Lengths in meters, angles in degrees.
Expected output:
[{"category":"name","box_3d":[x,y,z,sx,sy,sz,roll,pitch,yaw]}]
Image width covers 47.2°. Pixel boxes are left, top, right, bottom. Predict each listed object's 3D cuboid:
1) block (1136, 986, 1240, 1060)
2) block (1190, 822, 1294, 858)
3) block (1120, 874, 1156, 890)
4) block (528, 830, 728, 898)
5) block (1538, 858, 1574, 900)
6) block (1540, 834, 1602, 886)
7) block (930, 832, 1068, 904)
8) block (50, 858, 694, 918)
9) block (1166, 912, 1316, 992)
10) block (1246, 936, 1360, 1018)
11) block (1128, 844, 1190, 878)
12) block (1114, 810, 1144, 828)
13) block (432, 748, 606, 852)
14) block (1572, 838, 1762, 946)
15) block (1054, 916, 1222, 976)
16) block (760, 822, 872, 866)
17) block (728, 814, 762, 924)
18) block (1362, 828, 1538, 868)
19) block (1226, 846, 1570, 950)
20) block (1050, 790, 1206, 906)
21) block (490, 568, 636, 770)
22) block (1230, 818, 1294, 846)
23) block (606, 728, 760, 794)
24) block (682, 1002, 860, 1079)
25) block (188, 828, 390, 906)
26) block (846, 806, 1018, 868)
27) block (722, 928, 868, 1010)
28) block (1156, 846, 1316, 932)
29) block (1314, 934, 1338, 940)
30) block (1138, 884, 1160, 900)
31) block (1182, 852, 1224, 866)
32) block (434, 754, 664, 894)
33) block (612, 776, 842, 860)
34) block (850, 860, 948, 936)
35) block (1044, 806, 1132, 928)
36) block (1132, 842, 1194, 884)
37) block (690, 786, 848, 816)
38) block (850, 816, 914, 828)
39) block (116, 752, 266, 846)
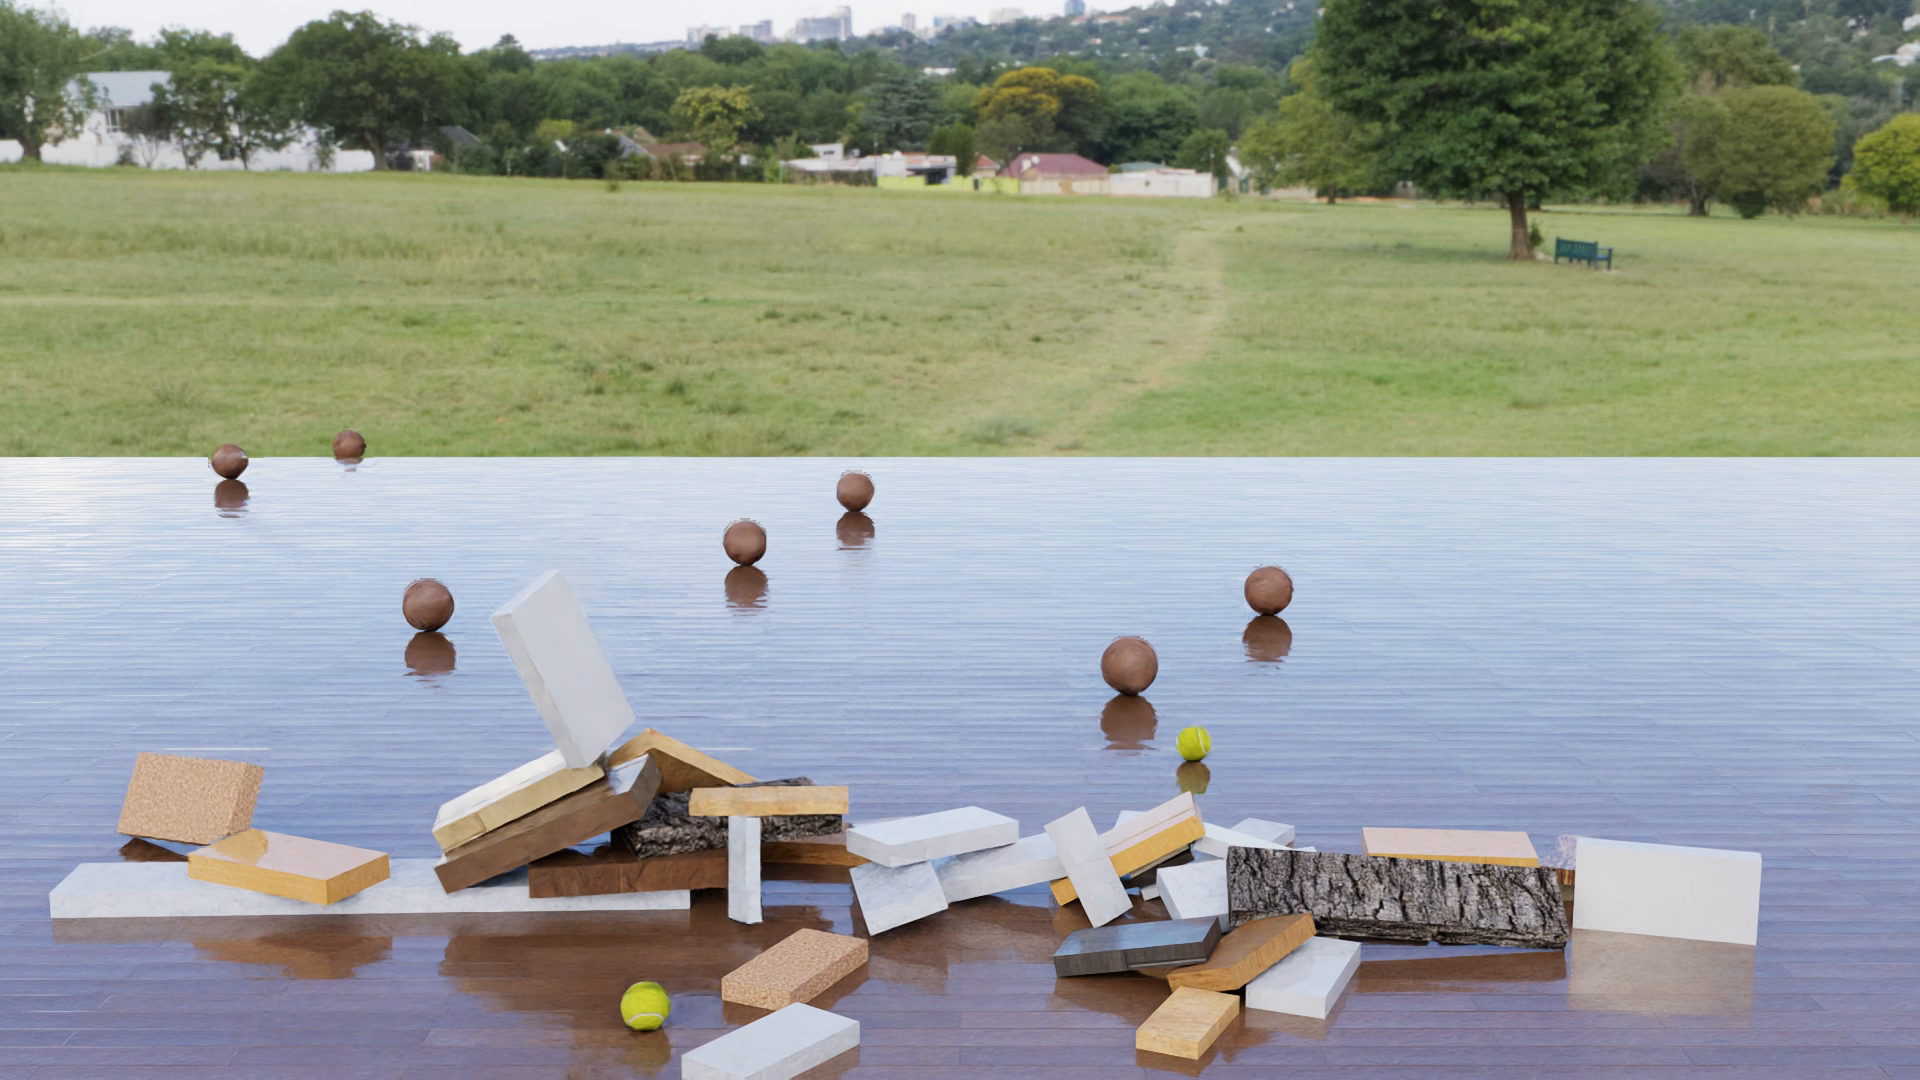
[{"category":"block","box_3d":[0.323,0.681,3.109,0.090,0.026,0.181,5,12,25]},{"category":"block","box_3d":[0.474,0.515,3.662,0.187,0.027,0.094,17,8,-5]},{"category":"block","box_3d":[0.279,0.567,3.678,0.107,0.015,0.054,-12,11,9]},{"category":"block","box_3d":[-0.532,0.529,3.633,0.352,0.050,0.176,-2,11,-10]},{"category":"block","box_3d":[0.825,0.571,3.683,0.752,0.033,0.117,0,11,-2]},{"category":"block","box_3d":[1.039,0.538,3.693,0.094,0.027,0.187,5,12,25]},{"category":"block","box_3d":[0.072,0.542,3.652,0.267,0.038,0.134,-13,10,5]},{"category":"block","box_3d":[-0.959,0.573,3.645,1.029,0.042,0.148,0,11,-2]},{"category":"block","box_3d":[0.423,0.618,3.285,0.117,0.033,0.233,-17,1,40]},{"category":"block","box_3d":[0.513,0.646,3.275,0.117,0.033,0.233,4,11,22]},{"category":"block","box_3d":[0.324,0.520,3.636,0.107,0.015,0.054,-28,9,2]},{"category":"block","box_3d":[0.316,0.519,4.005,0.058,0.016,0.116,2,11,11]},{"category":"block","box_3d":[-0.732,0.419,3.668,0.290,0.041,0.145,-26,13,-3]},{"category":"block","box_3d":[1.116,0.555,3.480,0.276,0.138,0.039,3,11,16]},{"category":"block","box_3d":[0.269,0.613,3.320,0.232,0.033,0.116,-10,7,20]},{"category":"block","box_3d":[-0.157,0.535,3.865,0.402,0.037,0.130,2,11,8]},{"category":"block","box_3d":[-0.345,0.526,3.521,0.023,0.165,0.082,0,-3,-27]},{"category":"block","box_3d":[0.823,0.529,3.710,0.276,0.039,0.138,1,11,6]},{"category":"block","box_3d":[0.683,0.563,3.460,0.520,0.039,0.138,4,37,1]},{"category":"block","box_3d":[0.276,0.511,3.656,0.267,0.038,0.134,-27,8,7]},{"category":"block","box_3d":[-0.642,0.210,3.577,0.041,0.290,0.145,-10,23,33]},{"category":"block","box_3d":[0.514,0.535,3.896,0.090,0.026,0.181,7,12,32]},{"category":"block","box_3d":[-0.493,0.427,3.835,0.145,0.041,0.290,-35,-40,20]},{"category":"block","box_3d":[-0.257,0.696,3.006,0.116,0.033,0.232,8,13,37]},{"category":"block","box_3d":[-1.104,0.536,3.617,0.296,0.042,0.148,5,12,26]},{"category":"block","box_3d":[-0.045,0.494,3.672,0.259,0.037,0.130,-6,9,-35]},{"category":"block","box_3d":[-0.245,0.643,3.295,0.116,0.033,0.232,5,12,26]},{"category":"block","box_3d":[0.463,0.564,3.526,0.267,0.038,0.134,-6,29,-11]},{"category":"block","box_3d":[0.545,0.617,3.477,0.058,0.016,0.116,-4,11,-19]},{"category":"block","box_3d":[0.353,0.567,3.659,0.111,0.016,0.055,-18,11,-1]},{"category":"block","box_3d":[0.387,0.539,3.652,0.111,0.016,0.055,-13,11,-2]},{"category":"block","box_3d":[-0.671,0.463,3.601,0.352,0.050,0.176,-22,12,8]},{"category":"block","box_3d":[-0.395,0.465,3.701,0.352,0.050,0.176,-4,11,-23]},{"category":"block","box_3d":[-0.102,0.564,3.566,0.130,0.037,0.259,-19,9,-5]},{"category":"block","box_3d":[0.208,0.527,3.549,0.026,0.181,0.090,-31,-8,33]},{"category":"block","box_3d":[0.336,0.534,3.641,0.107,0.015,0.054,-23,10,9]},{"category":"block","box_3d":[-0.317,0.435,3.665,0.261,0.023,0.082,-1,11,-3]},{"category":"block","box_3d":[-0.104,0.508,3.844,0.165,0.023,0.082,-3,11,-15]},{"category":"block","box_3d":[-1.361,0.460,3.887,0.296,0.148,0.042,1,-18,33]}]
